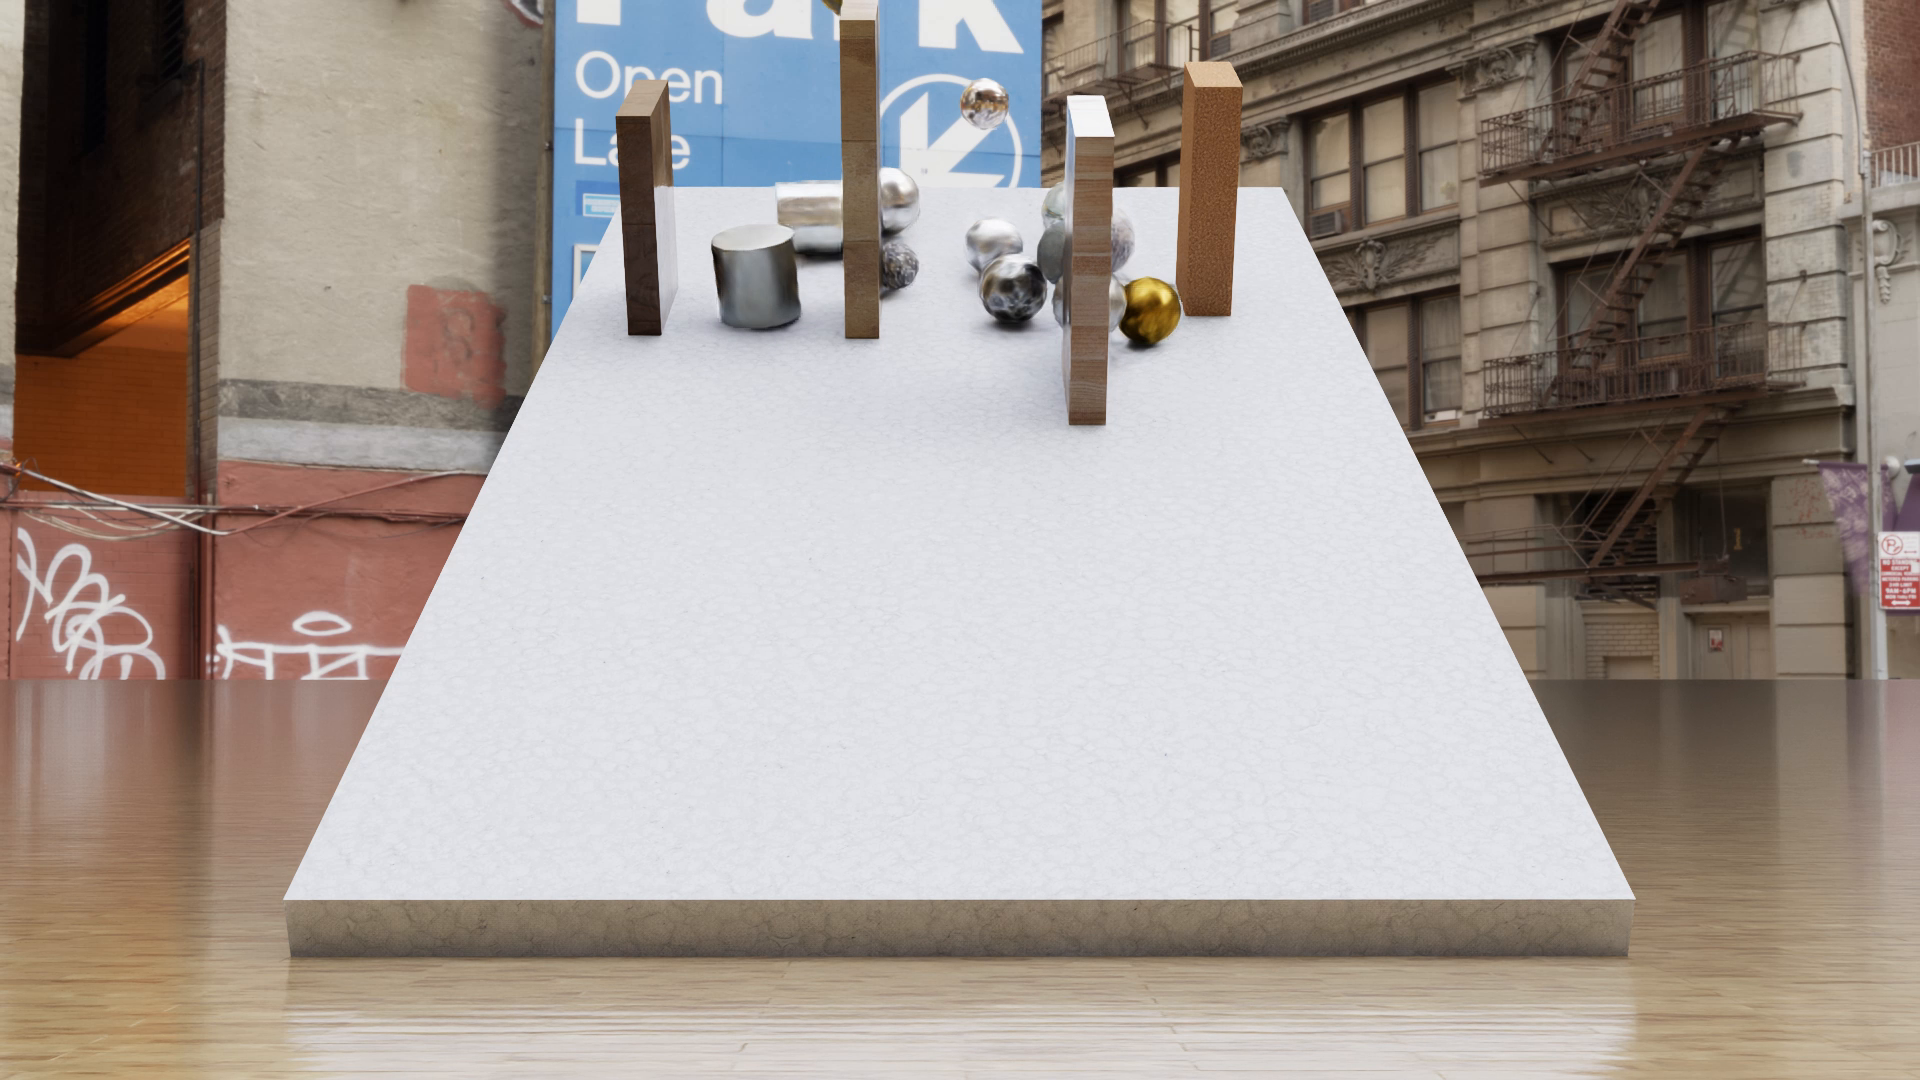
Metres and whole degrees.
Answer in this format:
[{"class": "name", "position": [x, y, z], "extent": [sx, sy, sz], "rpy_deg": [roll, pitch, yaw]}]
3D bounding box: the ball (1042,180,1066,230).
[{"class": "ball", "position": [0.323, -0.914, 6.487], "extent": [0.191, 0.191, 0.191], "rpy_deg": [0, -3, 0]}]

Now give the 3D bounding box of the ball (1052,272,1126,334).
[{"class": "ball", "position": [0.312, -0.574, 5.605], "extent": [0.180, 0.180, 0.180], "rpy_deg": [0, -3, 0]}]

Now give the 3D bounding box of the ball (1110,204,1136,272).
[{"class": "ball", "position": [0.374, -0.809, 6.240], "extent": [0.197, 0.197, 0.197], "rpy_deg": [0, -3, 0]}]

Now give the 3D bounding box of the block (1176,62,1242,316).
[{"class": "block", "position": [0.636, -0.903, 5.965], "extent": [0.117, 0.591, 0.289], "rpy_deg": [0, 24, 0]}]

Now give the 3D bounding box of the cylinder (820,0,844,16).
[{"class": "cylinder", "position": [-0.331, -1.565, 6.542], "extent": [0.153, 0.153, 0.153], "rpy_deg": [39, -9, -6]}]

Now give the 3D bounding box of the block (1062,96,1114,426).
[{"class": "block", "position": [0.287, -0.637, 5.273], "extent": [0.084, 0.660, 0.377], "rpy_deg": [0, 24, 0]}]

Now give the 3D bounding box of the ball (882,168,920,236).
[{"class": "ball", "position": [-0.208, -0.962, 6.591], "extent": [0.192, 0.192, 0.192], "rpy_deg": [0, -3, 0]}]

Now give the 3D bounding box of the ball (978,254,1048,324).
[{"class": "ball", "position": [0.135, -0.636, 5.873], "extent": [0.176, 0.176, 0.176], "rpy_deg": [0, -3, 0]}]

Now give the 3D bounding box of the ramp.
[{"class": "ramp", "position": [-0.008, -0.228, 5.285], "extent": [2.000, 0.100, 4.000], "rpy_deg": [0, 24, 0]}]

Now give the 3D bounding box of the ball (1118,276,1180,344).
[{"class": "ball", "position": [0.463, -0.567, 5.730], "extent": [0.164, 0.164, 0.164], "rpy_deg": [0, -3, 0]}]

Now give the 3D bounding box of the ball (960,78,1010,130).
[{"class": "ball", "position": [0.069, -1.216, 6.479], "extent": [0.140, 0.140, 0.140], "rpy_deg": [0, -3, 0]}]

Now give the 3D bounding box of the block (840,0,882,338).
[{"class": "block", "position": [-0.243, -0.929, 5.773], "extent": [0.085, 0.789, 0.328], "rpy_deg": [0, 24, 0]}]

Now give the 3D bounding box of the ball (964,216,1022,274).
[{"class": "ball", "position": [0.090, -0.790, 6.244], "extent": [0.159, 0.159, 0.159], "rpy_deg": [0, -3, 0]}]

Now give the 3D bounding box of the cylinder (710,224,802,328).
[{"class": "cylinder", "position": [-0.516, -0.669, 5.883], "extent": [0.207, 0.207, 0.207], "rpy_deg": [-4, 25, 2]}]

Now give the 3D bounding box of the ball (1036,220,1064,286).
[{"class": "ball", "position": [0.279, -0.714, 5.810], "extent": [0.175, 0.175, 0.175], "rpy_deg": [0, -3, 0]}]

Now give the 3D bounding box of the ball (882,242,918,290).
[{"class": "ball", "position": [-0.170, -0.721, 6.103], "extent": [0.124, 0.124, 0.124], "rpy_deg": [0, -3, 0]}]

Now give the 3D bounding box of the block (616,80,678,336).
[{"class": "block", "position": [-0.788, -0.845, 5.872], "extent": [0.084, 0.554, 0.397], "rpy_deg": [0, 24, 0]}]
